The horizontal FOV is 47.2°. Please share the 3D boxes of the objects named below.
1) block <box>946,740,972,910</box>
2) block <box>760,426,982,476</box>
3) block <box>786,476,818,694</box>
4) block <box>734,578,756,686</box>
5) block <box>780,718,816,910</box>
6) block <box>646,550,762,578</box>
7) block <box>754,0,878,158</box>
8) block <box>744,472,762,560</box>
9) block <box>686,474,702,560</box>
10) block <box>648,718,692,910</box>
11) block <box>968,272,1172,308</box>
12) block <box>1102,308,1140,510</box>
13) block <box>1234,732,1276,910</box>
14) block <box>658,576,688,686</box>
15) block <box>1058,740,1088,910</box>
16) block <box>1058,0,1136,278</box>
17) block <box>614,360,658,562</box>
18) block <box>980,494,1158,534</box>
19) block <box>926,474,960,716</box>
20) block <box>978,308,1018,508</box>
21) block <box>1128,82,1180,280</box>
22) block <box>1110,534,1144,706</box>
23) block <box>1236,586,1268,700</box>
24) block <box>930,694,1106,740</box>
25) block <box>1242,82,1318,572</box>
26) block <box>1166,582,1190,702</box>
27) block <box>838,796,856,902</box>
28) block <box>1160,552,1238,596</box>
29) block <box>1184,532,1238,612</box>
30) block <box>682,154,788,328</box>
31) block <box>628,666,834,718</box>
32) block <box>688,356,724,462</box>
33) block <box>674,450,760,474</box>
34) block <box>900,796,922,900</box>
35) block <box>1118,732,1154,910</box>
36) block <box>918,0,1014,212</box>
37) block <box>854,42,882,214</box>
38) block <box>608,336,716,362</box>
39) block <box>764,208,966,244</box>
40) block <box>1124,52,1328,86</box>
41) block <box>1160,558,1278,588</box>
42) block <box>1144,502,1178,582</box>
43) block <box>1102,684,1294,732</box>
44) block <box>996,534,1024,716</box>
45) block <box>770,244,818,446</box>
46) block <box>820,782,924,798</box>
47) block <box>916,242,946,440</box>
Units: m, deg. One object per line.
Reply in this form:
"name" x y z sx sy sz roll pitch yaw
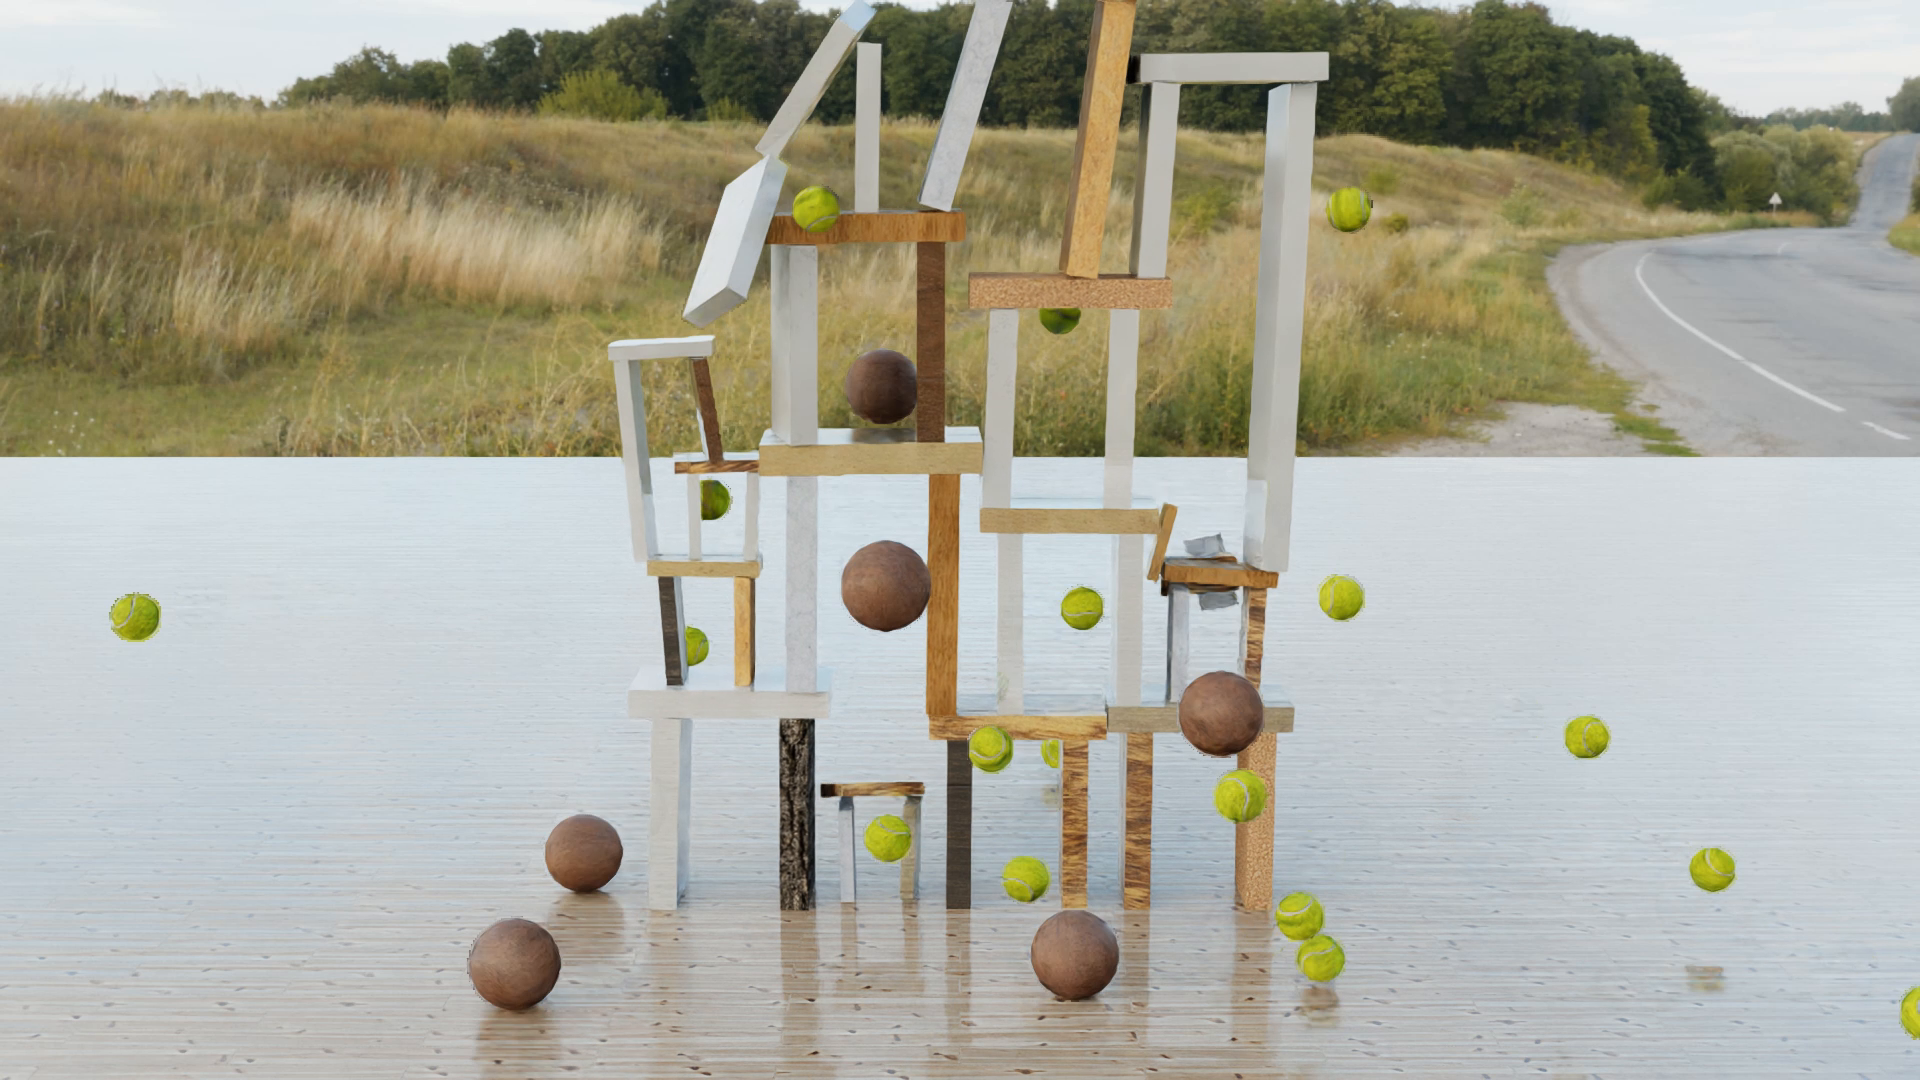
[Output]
"block" -0.002 0.450 3.640 0.040 0.285 0.143 0 11 -1
"block" -0.142 -0.143 3.530 0.349 0.049 0.175 -1 11 -1
"block" -0.257 0.057 3.565 0.049 0.349 0.175 0 10 -5
"block" -0.351 0.140 3.580 0.025 0.179 0.090 1 11 0
"block" -0.268 0.432 3.638 0.046 0.322 0.161 1 11 0
"block" -0.412 0.039 3.561 0.179 0.025 0.090 1 10 -1
"block" -0.226 -0.720 3.446 0.036 0.256 0.128 34 29 -6
"block" -0.335 -0.043 3.549 0.020 0.140 0.070 3 9 -3
"block" -0.429 -0.043 3.546 0.020 0.140 0.070 -2 10 -8
"block" -0.478 0.431 3.640 0.046 0.322 0.161 3 11 0
"block" 0.172 -0.396 3.484 0.315 0.045 0.157 0 10 0
"block" 0.258 -0.218 3.517 0.045 0.315 0.157 2 11 4
"block" 0.488 0.444 3.639 0.042 0.299 0.149 0 11 0
"block" -0.467 0.139 3.582 0.025 0.179 0.090 -3 11 0
"block" 0.187 0.450 3.640 0.040 0.285 0.143 0 10 0
"block" 0.214 -0.632 3.444 0.048 0.431 0.168 7 10 -3
"block" -0.518 -0.131 3.522 0.023 0.322 0.081 -3 11 5
"block" 0.173 -0.043 3.549 0.283 0.040 0.141 0 10 0
"block" -0.027 0.072 3.576 0.049 0.391 0.175 1 11 0
"block" 0.061 -0.219 3.521 0.045 0.315 0.158 2 10 -2
"block" 0.304 -0.564 3.455 0.042 0.297 0.148 3 10 -2
"block" 0.271 0.116 3.579 0.040 0.283 0.141 0 10 -1
"block" 0.477 0.162 3.597 0.026 0.183 0.091 3 10 -1
"block" 0.093 0.290 3.612 0.285 0.040 0.143 0 11 -1
"block" 0.514 -0.340 3.546 0.042 0.771 0.148 2 6 -5
"block" 0.356 0.164 3.592 0.026 0.183 0.091 1 11 0
"block" -0.187 0.513 3.654 0.022 0.156 0.078 -1 11 0
"block" 0.396 0.057 3.656 0.127 0.063 0.018 -5 21 5
"block" 0.431 0.055 3.775 0.063 0.127 0.018 -11 8 32
"block" -0.343 -0.457 3.360 0.036 0.256 0.128 30 -33 -27
"block" -0.372 0.249 3.608 0.322 0.046 0.161 0 11 0
"block" -0.406 -0.213 3.507 0.023 0.163 0.081 -11 16 -11
"block" -0.390 -0.125 3.536 0.140 0.020 0.070 -2 14 -8
"block" -0.081 0.510 3.658 0.022 0.156 0.078 3 7 7
"block" 0.290 0.444 3.639 0.042 0.299 0.149 0 11 0
"block" 0.006 -0.683 3.431 0.048 0.336 0.168 16 9 -6
"block" -0.145 -0.642 3.432 0.036 0.256 0.128 1 11 -3
"block" -0.472 -0.305 3.492 0.163 0.023 0.081 -3 11 -1
"block" -0.150 -0.493 3.455 0.309 0.044 0.154 -1 11 -3
"block" 0.412 -0.739 3.447 0.297 0.042 0.148 -2 10 -8
"block" 0.420 0.053 3.578 0.183 0.026 0.091 4 7 0
"block" 0.328 0.003 3.599 0.018 0.127 0.063 15 3 -2
"block" 0.388 0.276 3.609 0.299 0.042 0.149 0 11 0
"block" 0.081 0.123 3.583 0.040 0.298 0.141 0 11 0
"block" -0.262 -0.313 3.468 0.044 0.309 0.154 -3 11 -15
"block" -0.147 0.418 3.681 0.156 0.022 0.078 1 -7 -24
"block" -0.047 -0.321 3.493 0.044 0.309 0.154 0 10 -2
